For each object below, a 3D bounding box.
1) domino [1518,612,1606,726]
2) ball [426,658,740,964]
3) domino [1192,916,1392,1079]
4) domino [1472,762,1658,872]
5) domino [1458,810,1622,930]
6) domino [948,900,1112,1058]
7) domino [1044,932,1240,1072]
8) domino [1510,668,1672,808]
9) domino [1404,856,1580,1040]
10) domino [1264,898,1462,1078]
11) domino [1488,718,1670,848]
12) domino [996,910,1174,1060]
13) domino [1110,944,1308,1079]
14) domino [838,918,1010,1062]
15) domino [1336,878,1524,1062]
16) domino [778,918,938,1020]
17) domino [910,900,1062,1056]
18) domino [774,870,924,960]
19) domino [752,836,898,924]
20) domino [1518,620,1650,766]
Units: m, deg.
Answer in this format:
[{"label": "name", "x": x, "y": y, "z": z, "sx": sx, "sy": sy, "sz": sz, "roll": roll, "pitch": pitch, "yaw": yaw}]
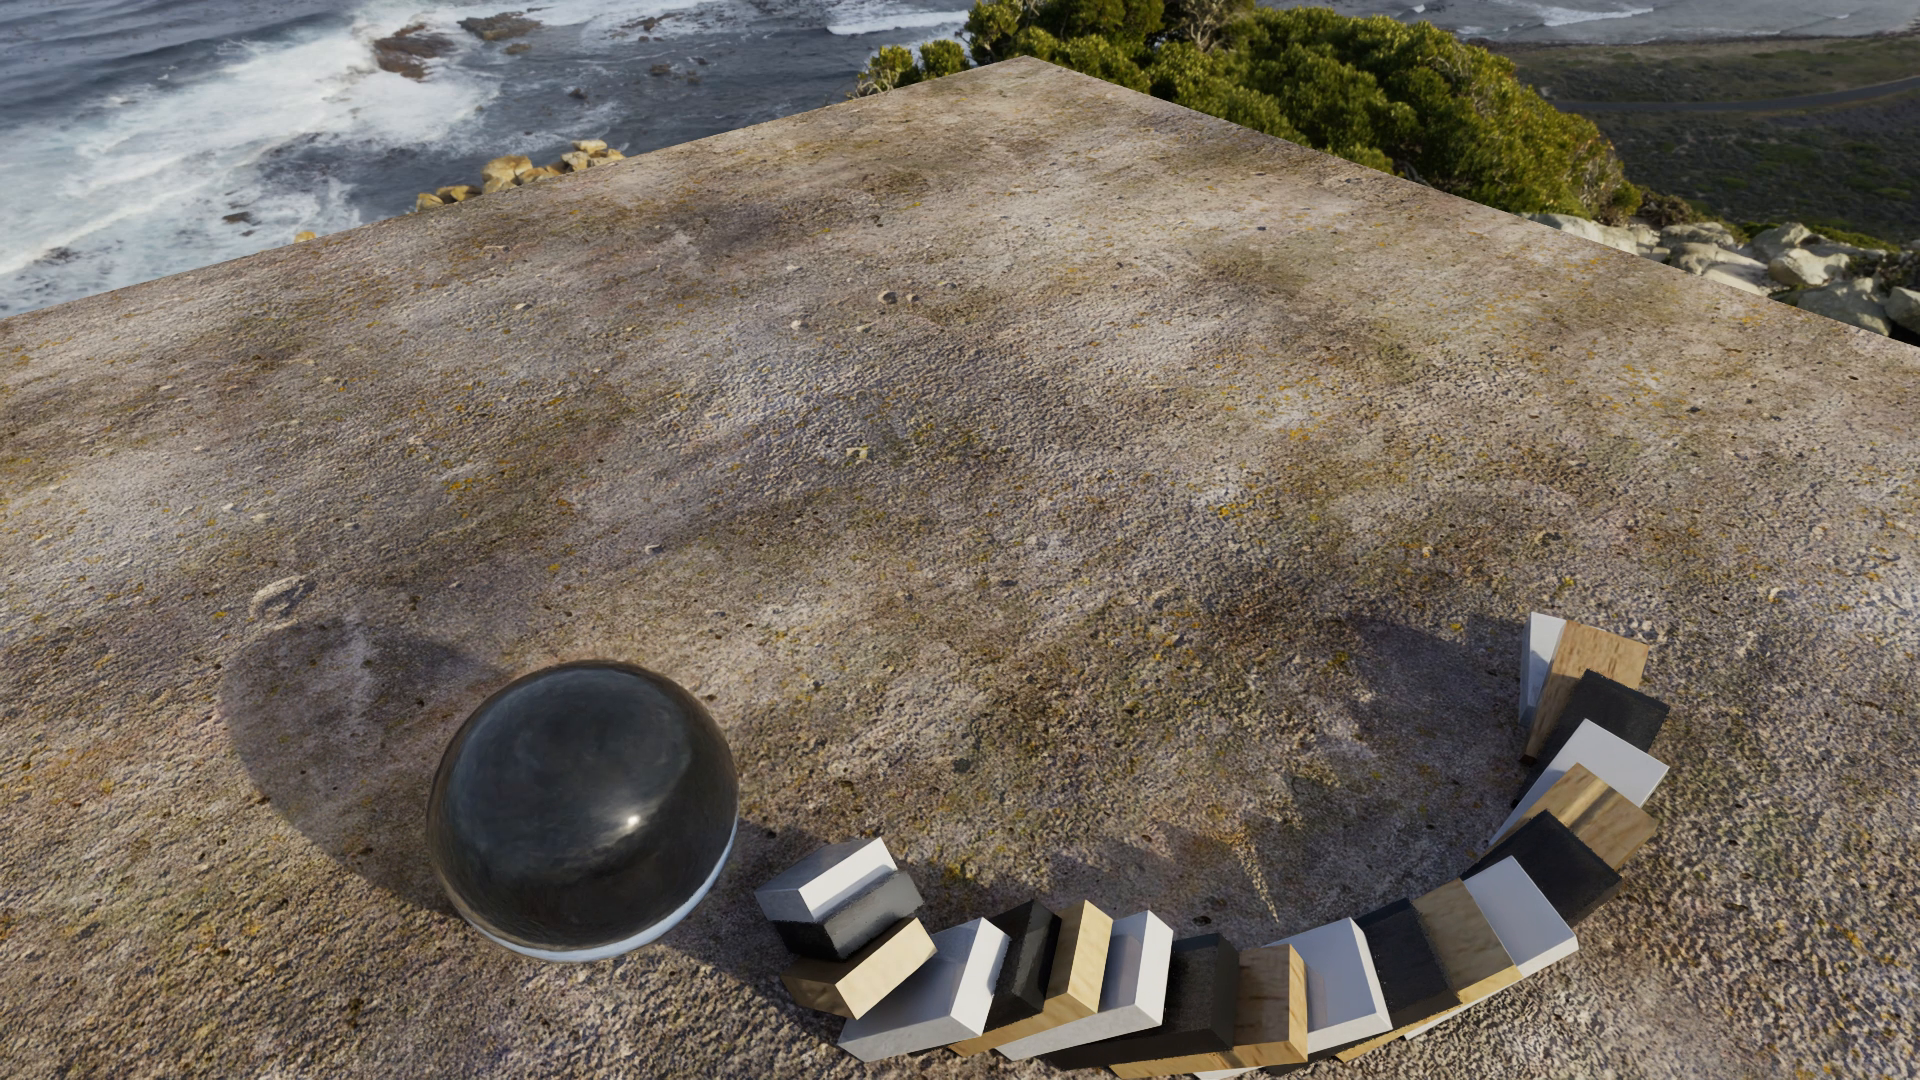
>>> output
[{"label": "domino", "x": 0.211, "y": 0.048, "z": 0.385, "sx": 0.025, "sy": 0.010, "sz": 0.050, "roll": 15, "pitch": 42, "yaw": 18}, {"label": "ball", "x": -0.101, "y": 0.072, "z": 0.299, "sx": 0.080, "sy": 0.080, "sz": 0.080, "roll": 0, "pitch": 39, "yaw": 0}, {"label": "domino", "x": 0.080, "y": 0.117, "z": 0.279, "sx": 0.050, "sy": 0.010, "sz": 0.025, "roll": -29, "pitch": 33, "yaw": 23}, {"label": "domino", "x": 0.170, "y": 0.091, "z": 0.315, "sx": 0.050, "sy": 0.009, "sz": 0.025, "roll": -42, "pitch": 52, "yaw": -5}, {"label": "domino", "x": 0.152, "y": 0.100, "z": 0.303, "sx": 0.050, "sy": 0.009, "sz": 0.025, "roll": -38, "pitch": 46, "yaw": -1}, {"label": "domino", "x": 0.016, "y": 0.112, "z": 0.279, "sx": 0.009, "sy": 0.050, "sz": 0.025, "roll": 39, "pitch": 39, "yaw": -15}, {"label": "domino", "x": 0.045, "y": 0.117, "z": 0.277, "sx": 0.050, "sy": 0.010, "sz": 0.025, "roll": -27, "pitch": 26, "yaw": 34}, {"label": "domino", "x": 0.197, "y": 0.068, "z": 0.343, "sx": 0.025, "sy": 0.009, "sz": 0.050, "roll": 29, "pitch": 74, "yaw": 30}, {"label": "domino", "x": 0.133, "y": 0.108, "z": 0.293, "sx": 0.050, "sy": 0.010, "sz": 0.025, "roll": -32, "pitch": 42, "yaw": 6}, {"label": "domino", "x": 0.098, "y": 0.115, "z": 0.282, "sx": 0.050, "sy": 0.009, "sz": 0.025, "roll": -32, "pitch": 36, "yaw": 18}, {"label": "domino", "x": 0.184, "y": 0.081, "z": 0.328, "sx": 0.050, "sy": 0.009, "sz": 0.025, "roll": -47, "pitch": 54, "yaw": -10}, {"label": "domino", "x": 0.030, "y": 0.113, "z": 0.279, "sx": 0.010, "sy": 0.050, "sz": 0.025, "roll": 43, "pitch": 38, "yaw": -17}, {"label": "domino", "x": 0.061, "y": 0.119, "z": 0.277, "sx": 0.050, "sy": 0.009, "sz": 0.025, "roll": -23, "pitch": 29, "yaw": 31}, {"label": "domino", "x": -0.010, "y": 0.114, "z": 0.276, "sx": 0.010, "sy": 0.050, "sz": 0.025, "roll": 39, "pitch": 44, "yaw": -15}, {"label": "domino", "x": 0.115, "y": 0.112, "z": 0.286, "sx": 0.050, "sy": 0.009, "sz": 0.025, "roll": -33, "pitch": 39, "yaw": 14}, {"label": "domino", "x": -0.027, "y": 0.109, "z": 0.282, "sx": 0.025, "sy": 0.050, "sz": 0.010, "roll": -31, "pitch": 88, "yaw": -30}, {"label": "domino", "x": 0.003, "y": 0.112, "z": 0.279, "sx": 0.010, "sy": 0.050, "sz": 0.025, "roll": 39, "pitch": 39, "yaw": -15}, {"label": "domino", "x": -0.031, "y": 0.100, "z": 0.294, "sx": 0.025, "sy": 0.050, "sz": 0.010, "roll": -27, "pitch": 85, "yaw": -29}, {"label": "domino", "x": -0.038, "y": 0.093, "z": 0.301, "sx": 0.025, "sy": 0.050, "sz": 0.010, "roll": -27, "pitch": 85, "yaw": -29}, {"label": "domino", "x": 0.204, "y": 0.054, "z": 0.360, "sx": 0.025, "sy": 0.009, "sz": 0.050, "roll": 20, "pitch": 71, "yaw": 22}]
